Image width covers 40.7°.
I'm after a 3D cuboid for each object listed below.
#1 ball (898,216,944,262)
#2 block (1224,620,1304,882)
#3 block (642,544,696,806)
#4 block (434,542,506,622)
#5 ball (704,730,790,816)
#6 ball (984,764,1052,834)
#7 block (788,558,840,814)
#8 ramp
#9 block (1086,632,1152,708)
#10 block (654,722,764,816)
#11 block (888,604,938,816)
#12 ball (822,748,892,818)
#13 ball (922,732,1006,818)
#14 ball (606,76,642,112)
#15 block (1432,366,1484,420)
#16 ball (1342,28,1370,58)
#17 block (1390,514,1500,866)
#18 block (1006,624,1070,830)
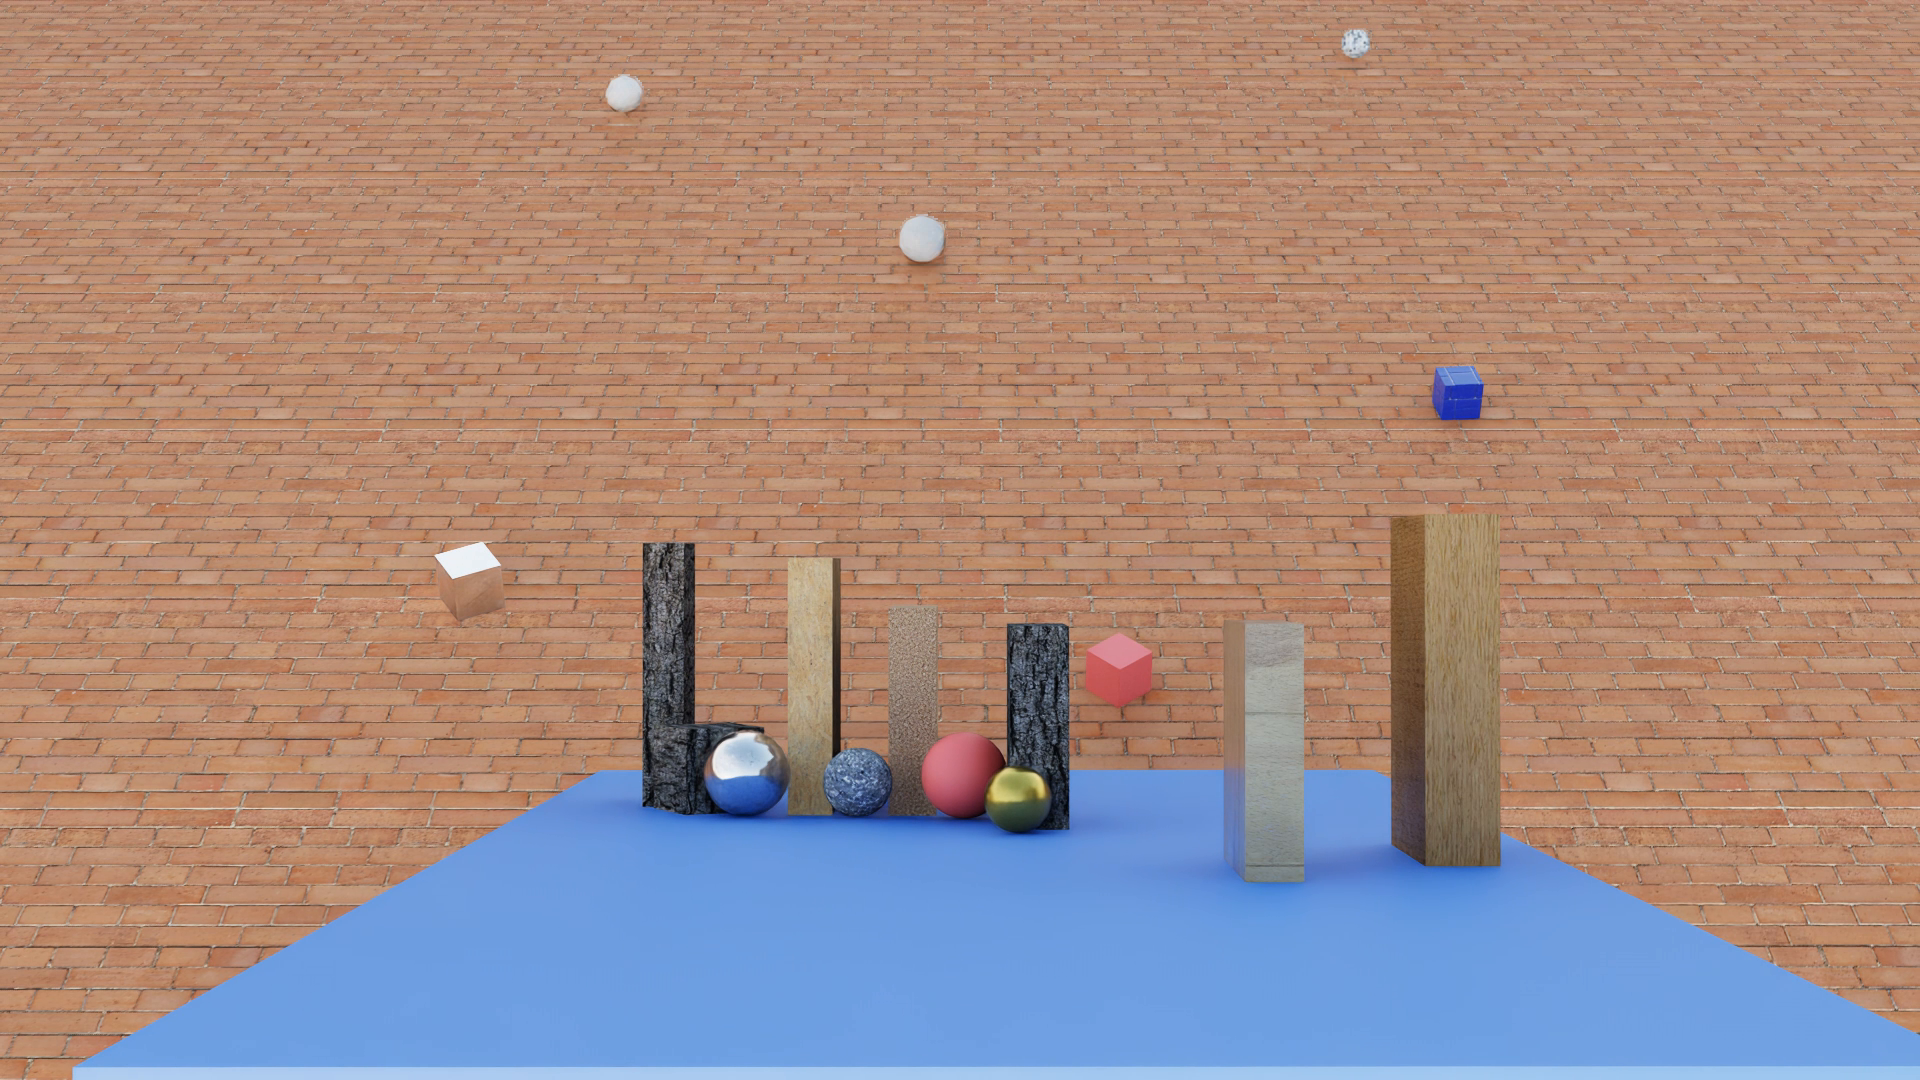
[{"bbox_3d":[-0.139,-1.095,9.443,0.168,0.168,0.168,0,32,0],"label":"ball"},{"bbox_3d":[0.523,0.356,4.482,0.098,0.429,0.350,0,-1,0],"label":"block"},{"bbox_3d":[-0.651,0.297,5.804,0.090,0.578,0.246,0,-1,0],"label":"block"},{"bbox_3d":[-1.418,0.120,7.501,0.146,0.146,0.146,-17,36,-25],"label":"block"},{"bbox_3d":[-0.449,0.491,5.455,0.182,0.182,0.182,0,32,0],"label":"ball"},{"bbox_3d":[0.114,0.511,5.111,0.134,0.134,0.134,0,32,0],"label":"ball"},{"bbox_3d":[-0.318,0.312,5.685,0.094,0.544,0.391,0,-1,0],"label":"block"},{"bbox_3d":[0.071,0.624,4.711,2.000,0.100,4.000,0,-1,0],"label":"ramp"},{"bbox_3d":[0.438,0.358,7.133,0.128,0.128,0.128,-26,40,-35],"label":"block"},{"bbox_3d":[-0.544,0.493,5.610,0.181,0.181,0.181,0,-1,-29],"label":"block"},{"bbox_3d":[-0.101,0.365,5.699,0.101,0.438,0.443,0,-1,0],"label":"block"},{"bbox_3d":[-0.215,0.509,5.440,0.146,0.146,0.146,0,32,0],"label":"ball"},{"bbox_3d":[0.009,0.491,5.408,0.181,0.181,0.181,0,32,0],"label":"ball"},{"bbox_3d":[-1.381,-1.833,10.654,0.146,0.146,0.146,0,32,0],"label":"ball"},{"bbox_3d":[1.631,-0.482,8.491,0.128,0.128,0.128,-3,32,-5],"label":"block"},{"bbox_3d":[1.707,-2.142,11.176,0.123,0.123,0.123,0,32,0],"label":"ball"},{"bbox_3d":[0.881,0.265,4.719,0.132,0.616,0.360,0,-1,0],"label":"block"},{"bbox_3d":[0.159,0.378,5.340,0.119,0.406,0.321,0,-1,0],"label":"block"}]
